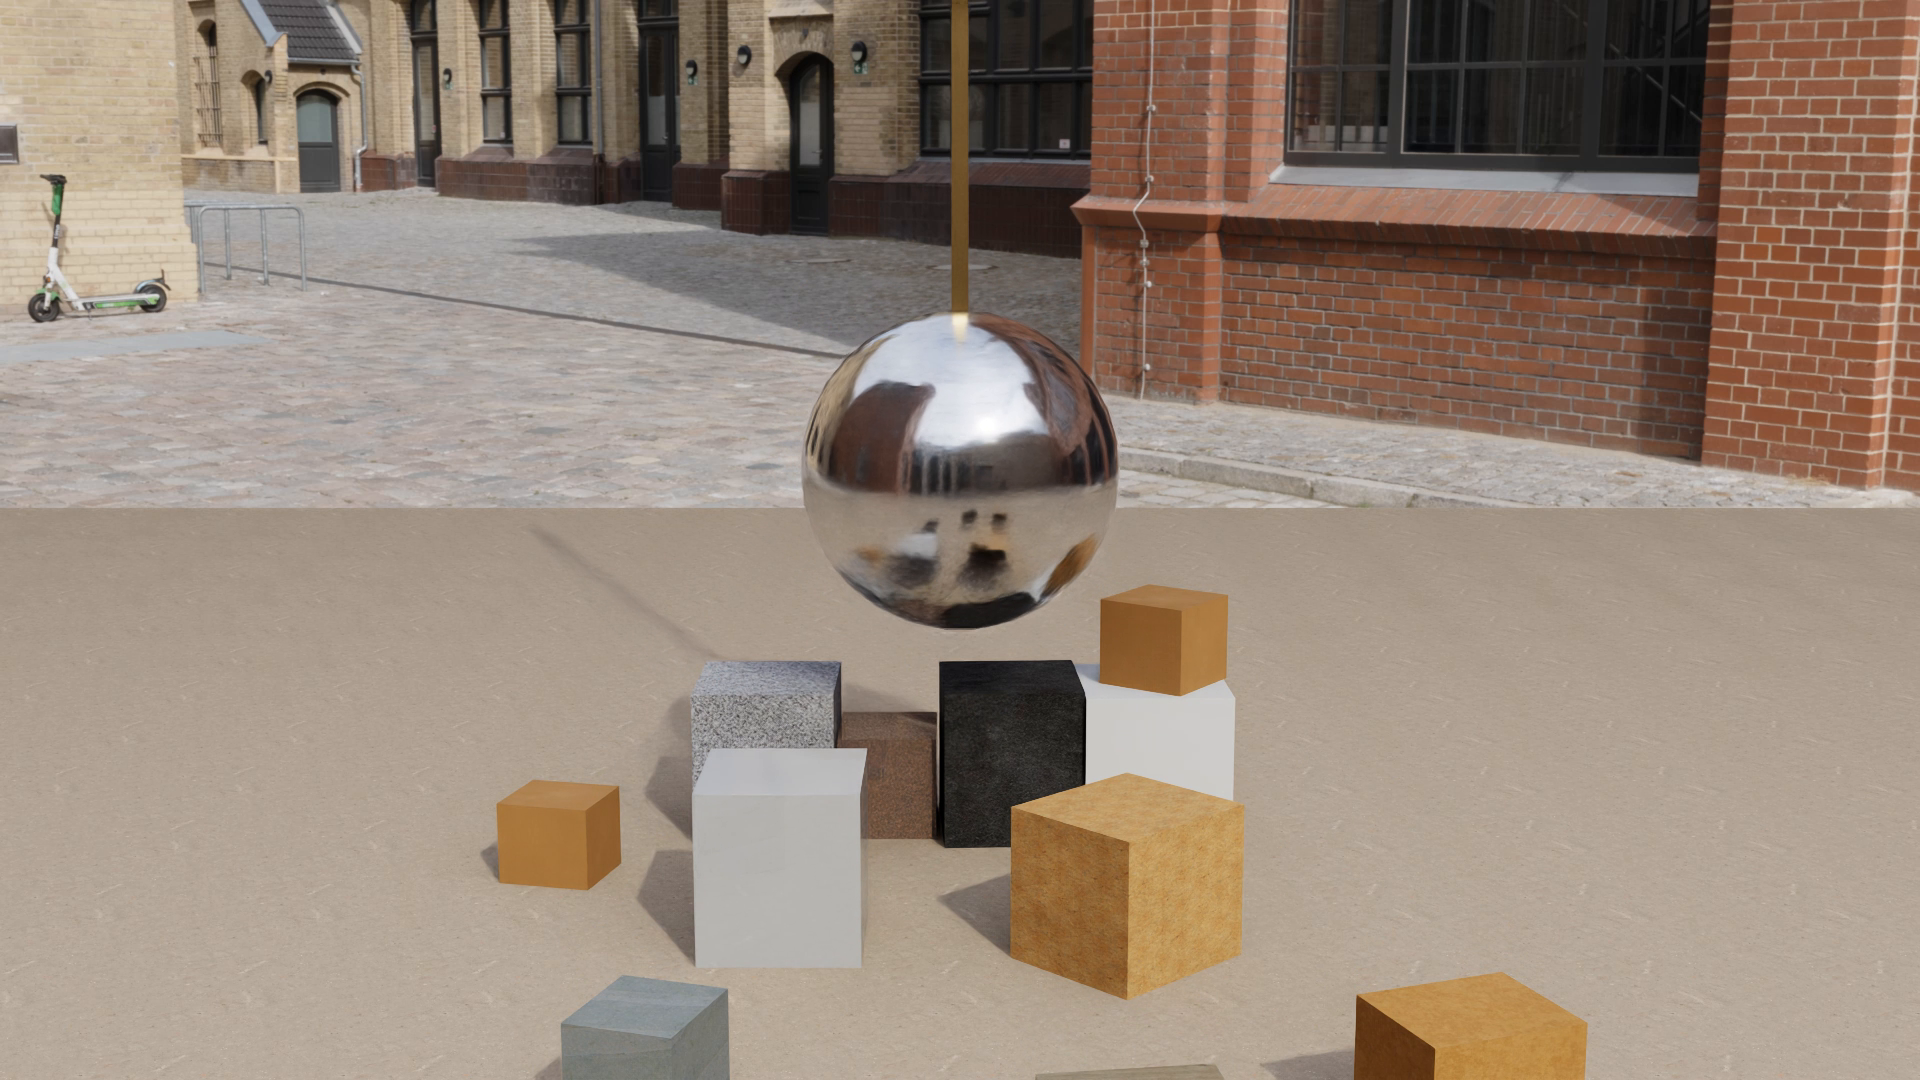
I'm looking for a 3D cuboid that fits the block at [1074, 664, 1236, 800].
[{"bbox_3d":[0.985,1.101,11.354,0.741,0.772,0.752,0,10,-2],"label":"block"}]

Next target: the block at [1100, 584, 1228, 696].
[{"bbox_3d":[1.043,0.506,11.244,0.473,0.438,0.473,7,13,35],"label":"block"}]

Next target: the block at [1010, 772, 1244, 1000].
[{"bbox_3d":[0.724,1.479,9.527,0.749,0.682,0.676,-10,14,-43],"label":"block"}]

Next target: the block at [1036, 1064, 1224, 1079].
[{"bbox_3d":[0.575,2.029,6.847,0.590,0.559,0.583,-1,10,-8],"label":"block"}]

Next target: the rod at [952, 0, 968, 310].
[{"bbox_3d":[0.000,-3.703,10.465,0.080,5.200,0.080,0,9,0],"label":"rod"}]

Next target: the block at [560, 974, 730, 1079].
[{"bbox_3d":[-1.136,1.891,7.991,0.430,0.421,0.483,3,11,18],"label":"block"}]

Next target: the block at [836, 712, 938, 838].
[{"bbox_3d":[-0.371,1.216,11.415,0.501,0.523,0.544,0,10,0],"label":"block"}]

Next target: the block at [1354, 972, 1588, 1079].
[{"bbox_3d":[1.781,1.890,7.722,0.609,0.518,0.505,-4,11,-20],"label":"block"}]

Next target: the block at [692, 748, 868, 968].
[{"bbox_3d":[-0.779,1.394,9.737,0.713,0.772,0.721,0,10,0],"label":"block"}]

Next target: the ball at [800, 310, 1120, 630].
[{"bbox_3d":[0.000,-0.348,11.021,1.600,1.600,1.600,0,10,0],"label":"ball"}]

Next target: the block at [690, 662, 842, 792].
[{"bbox_3d":[-0.988,1.091,11.395,0.711,0.777,0.723,0,10,0],"label":"block"}]

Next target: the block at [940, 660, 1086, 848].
[{"bbox_3d":[0.257,1.092,11.339,0.702,0.795,0.706,0,10,-3],"label":"block"}]

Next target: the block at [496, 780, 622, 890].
[{"bbox_3d":[-1.935,1.423,10.640,0.454,0.394,0.413,2,11,13],"label":"block"}]
